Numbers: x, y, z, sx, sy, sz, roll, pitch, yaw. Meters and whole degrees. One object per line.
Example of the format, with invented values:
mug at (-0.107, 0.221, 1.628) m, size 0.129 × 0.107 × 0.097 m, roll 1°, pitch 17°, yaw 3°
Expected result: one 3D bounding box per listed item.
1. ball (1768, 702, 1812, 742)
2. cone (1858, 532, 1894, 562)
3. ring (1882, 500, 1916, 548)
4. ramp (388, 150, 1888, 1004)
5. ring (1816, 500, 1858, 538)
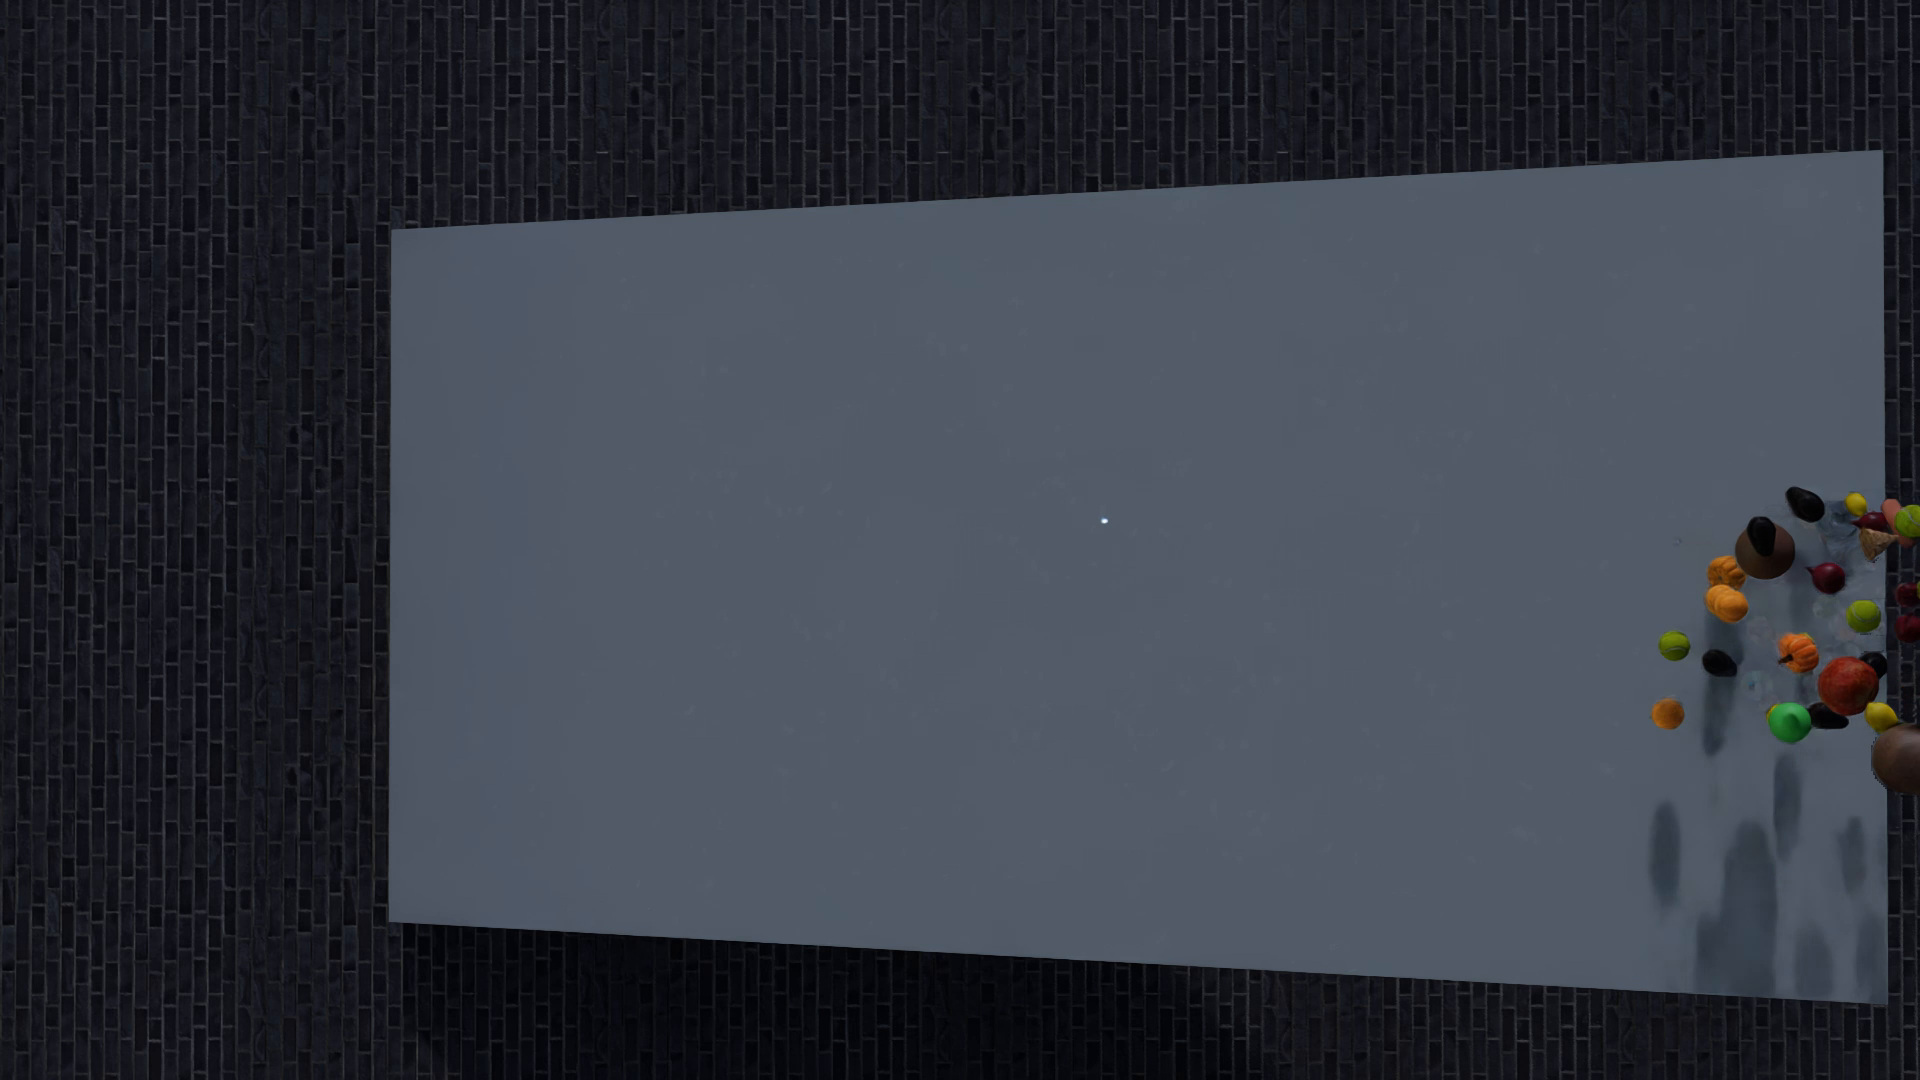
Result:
ball at (1.693, 0.372, 4.483) m, size 0.082 × 0.082 × 0.082 m, roll 0°, pitch 89°, yaw 0°
cone at (1.971, 0.000, 4.691) m, size 0.072 × 0.072 × 0.072 m, roll -26°, pitch 89°, yaw -22°
ring at (2.060, -0.036, 4.823) m, size 0.039 × 0.118 × 0.118 m, roll -28°, pitch 89°, yaw 21°
ramp at (0.275, 0.093, 5.798) m, size 4.000 × 0.100 × 2.000 m, roll 0°, pitch 89°, yaw 18°
ring at (2.056, -0.050, 5.158) m, size 0.092 × 0.031 × 0.092 m, roll -3°, pitch 71°, yaw 8°
